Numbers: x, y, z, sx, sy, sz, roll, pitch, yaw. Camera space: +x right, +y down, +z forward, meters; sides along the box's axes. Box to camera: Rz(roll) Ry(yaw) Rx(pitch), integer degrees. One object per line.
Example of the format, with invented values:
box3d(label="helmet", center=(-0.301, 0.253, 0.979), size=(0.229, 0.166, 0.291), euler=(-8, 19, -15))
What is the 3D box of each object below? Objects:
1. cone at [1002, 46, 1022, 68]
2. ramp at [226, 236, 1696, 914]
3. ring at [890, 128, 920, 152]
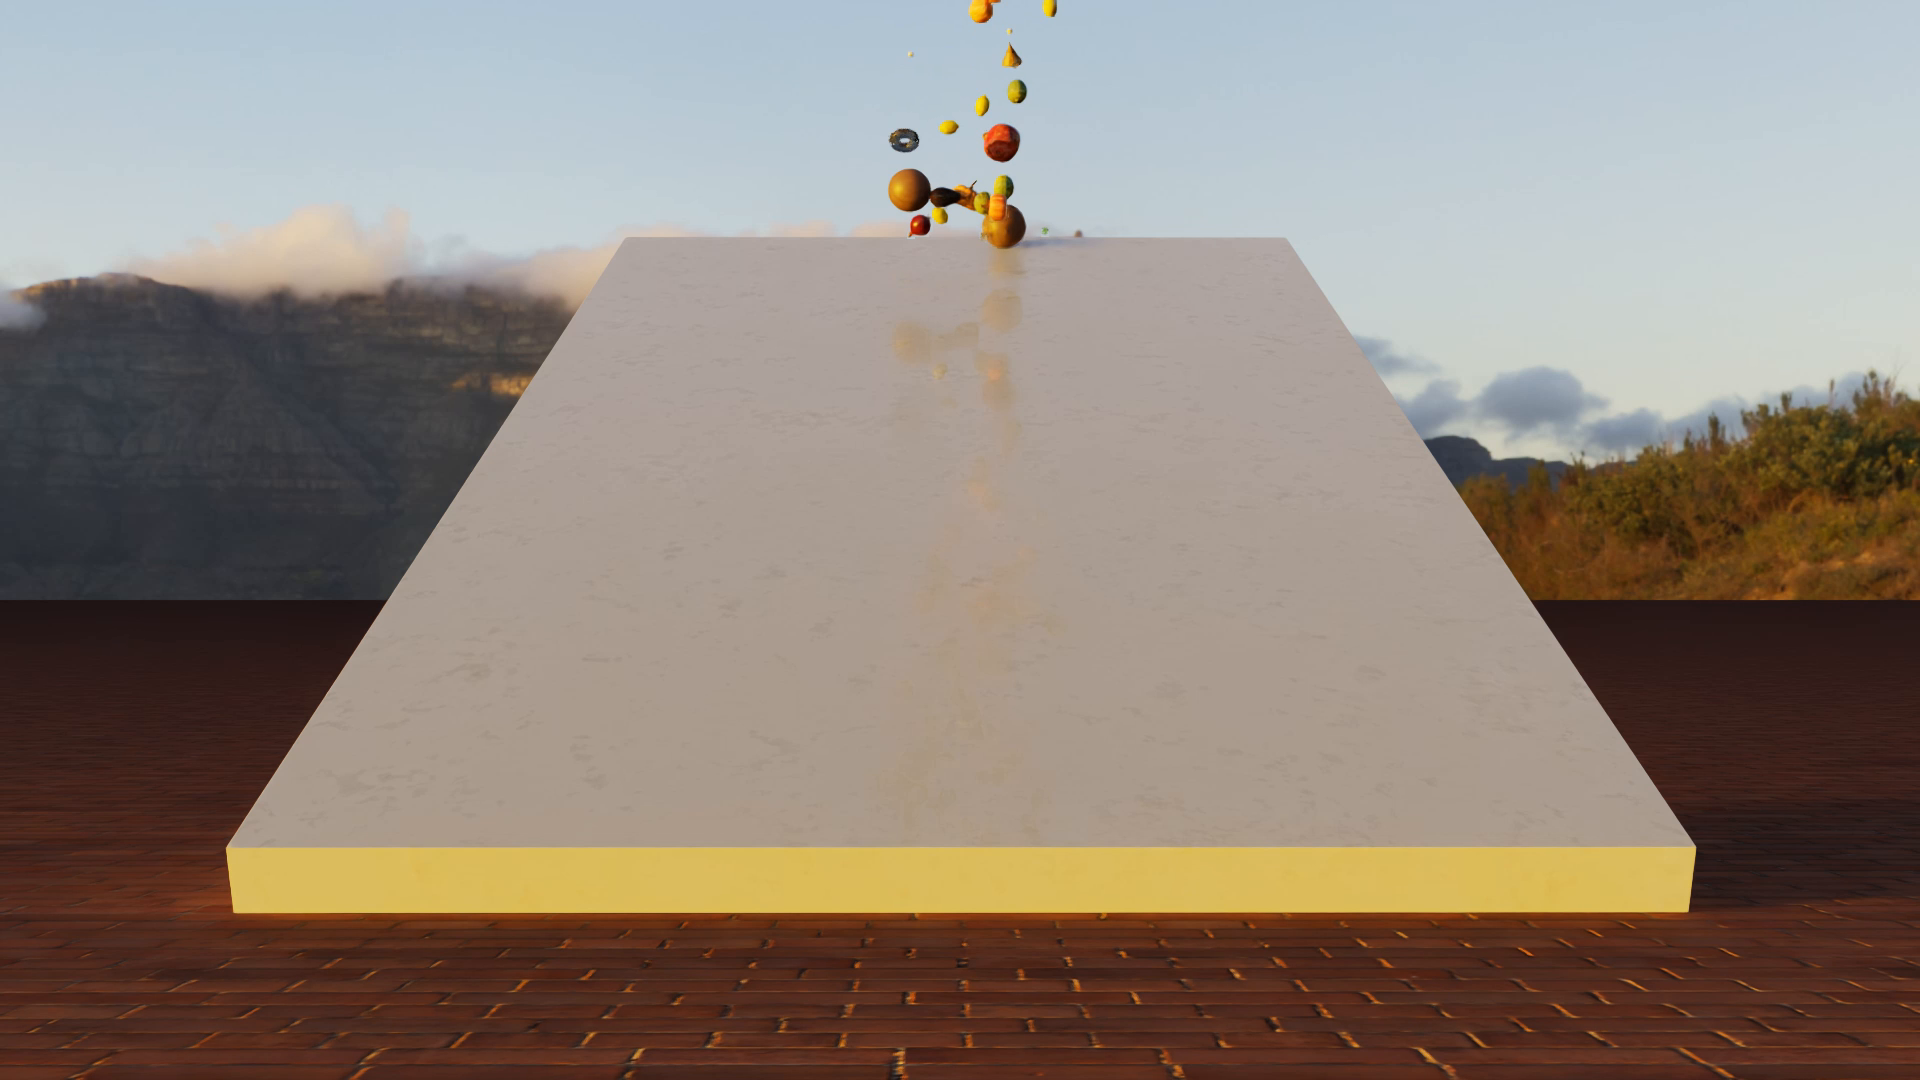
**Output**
box3d(label="cone", center=(0.152, -1.450, 6.730), size=(0.062, 0.062, 0.062), euler=(-6, 32, 4))
box3d(label="ramp", center=(-0.005, -0.202, 4.974), size=(2.000, 0.100, 4.000), euler=(0, 20, 0))
box3d(label="ring", center=(-0.160, -1.145, 6.478), size=(0.086, 0.029, 0.086), euler=(-1, -35, -1))
